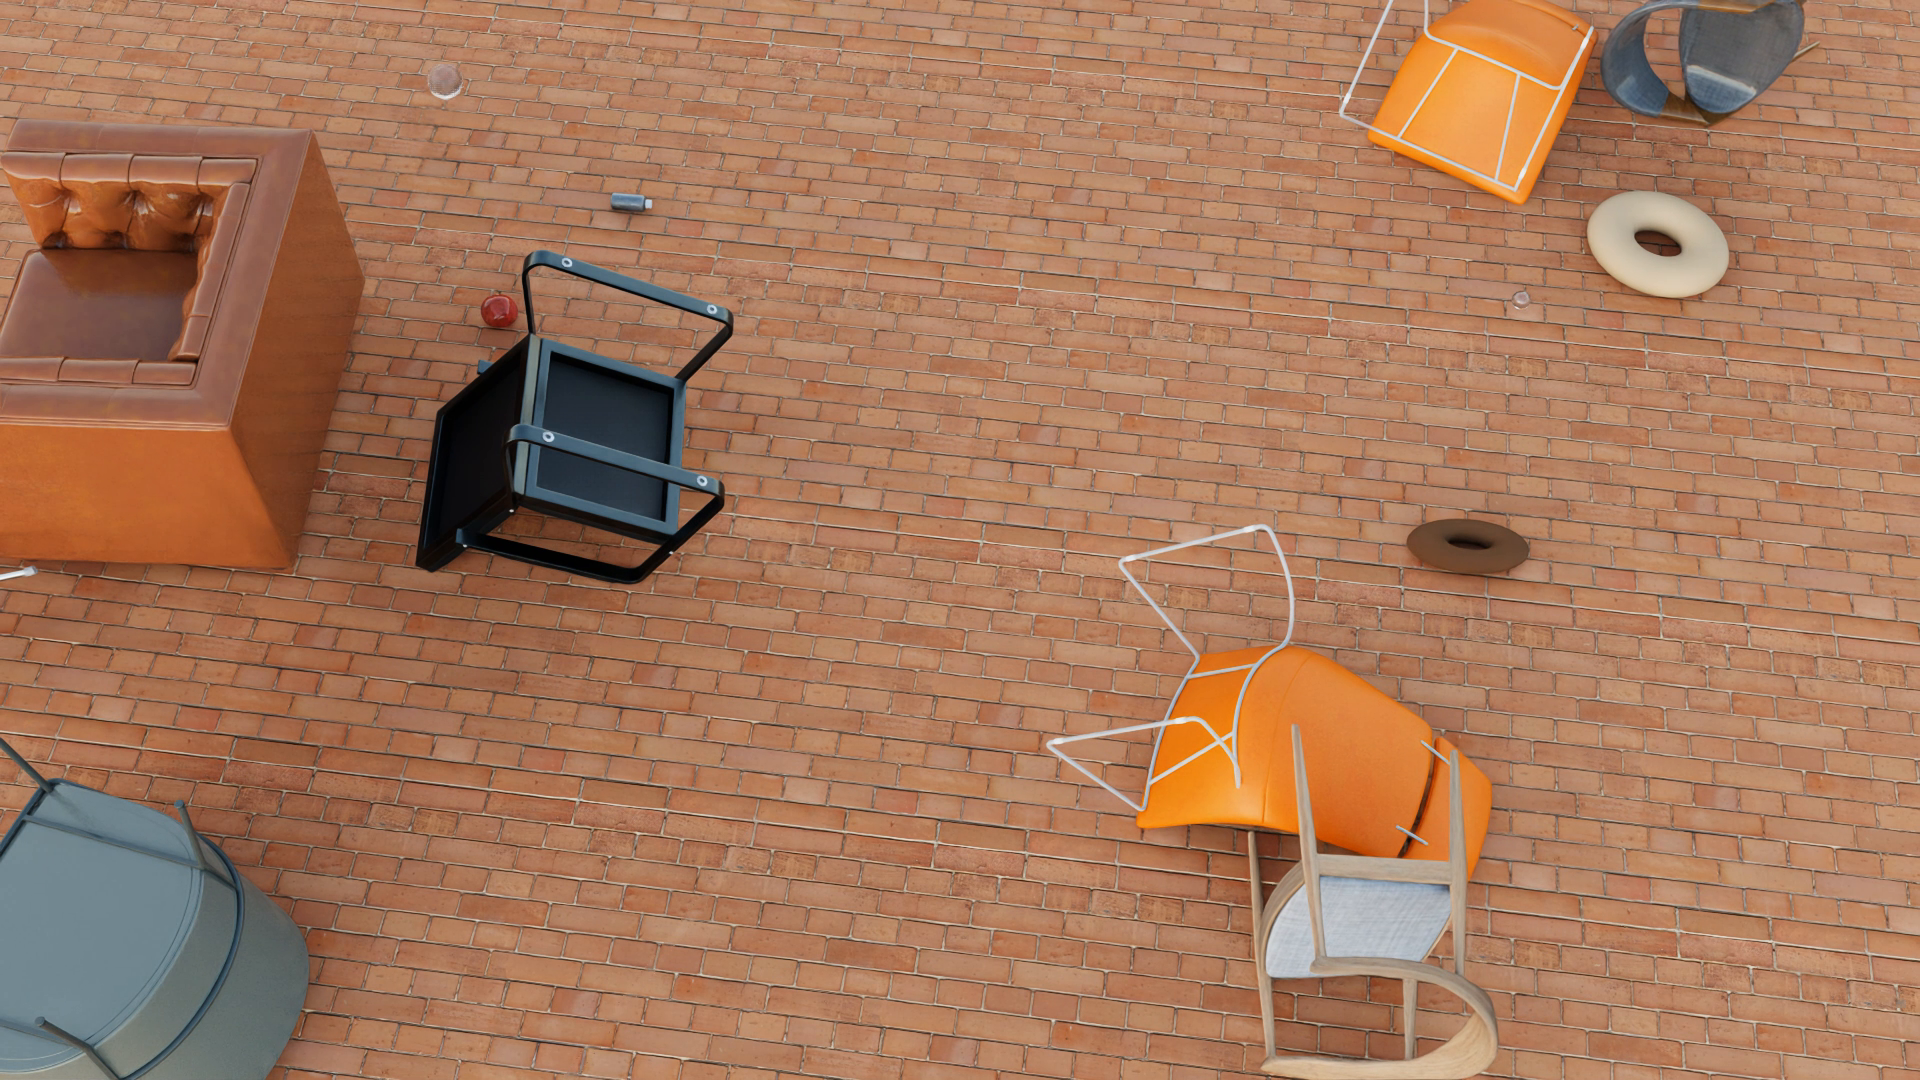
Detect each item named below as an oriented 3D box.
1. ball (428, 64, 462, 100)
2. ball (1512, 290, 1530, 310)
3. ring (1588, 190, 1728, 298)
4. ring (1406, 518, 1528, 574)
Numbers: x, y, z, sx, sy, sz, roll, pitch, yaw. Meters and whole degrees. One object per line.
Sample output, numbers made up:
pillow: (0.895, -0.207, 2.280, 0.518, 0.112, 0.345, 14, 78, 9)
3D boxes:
ball: (-1.770, -1.575, 7.561, 0.115, 0.115, 0.115, 0, 56, 0)
ball: (1.800, -0.770, 7.054, 0.060, 0.060, 0.060, 0, 56, 0)
ring: (2.269, -0.964, 7.151, 0.465, 0.119, 0.403, 30, 62, 18)
ring: (1.502, 0.018, 6.505, 0.360, 0.095, 0.166, 5, 55, 2)
